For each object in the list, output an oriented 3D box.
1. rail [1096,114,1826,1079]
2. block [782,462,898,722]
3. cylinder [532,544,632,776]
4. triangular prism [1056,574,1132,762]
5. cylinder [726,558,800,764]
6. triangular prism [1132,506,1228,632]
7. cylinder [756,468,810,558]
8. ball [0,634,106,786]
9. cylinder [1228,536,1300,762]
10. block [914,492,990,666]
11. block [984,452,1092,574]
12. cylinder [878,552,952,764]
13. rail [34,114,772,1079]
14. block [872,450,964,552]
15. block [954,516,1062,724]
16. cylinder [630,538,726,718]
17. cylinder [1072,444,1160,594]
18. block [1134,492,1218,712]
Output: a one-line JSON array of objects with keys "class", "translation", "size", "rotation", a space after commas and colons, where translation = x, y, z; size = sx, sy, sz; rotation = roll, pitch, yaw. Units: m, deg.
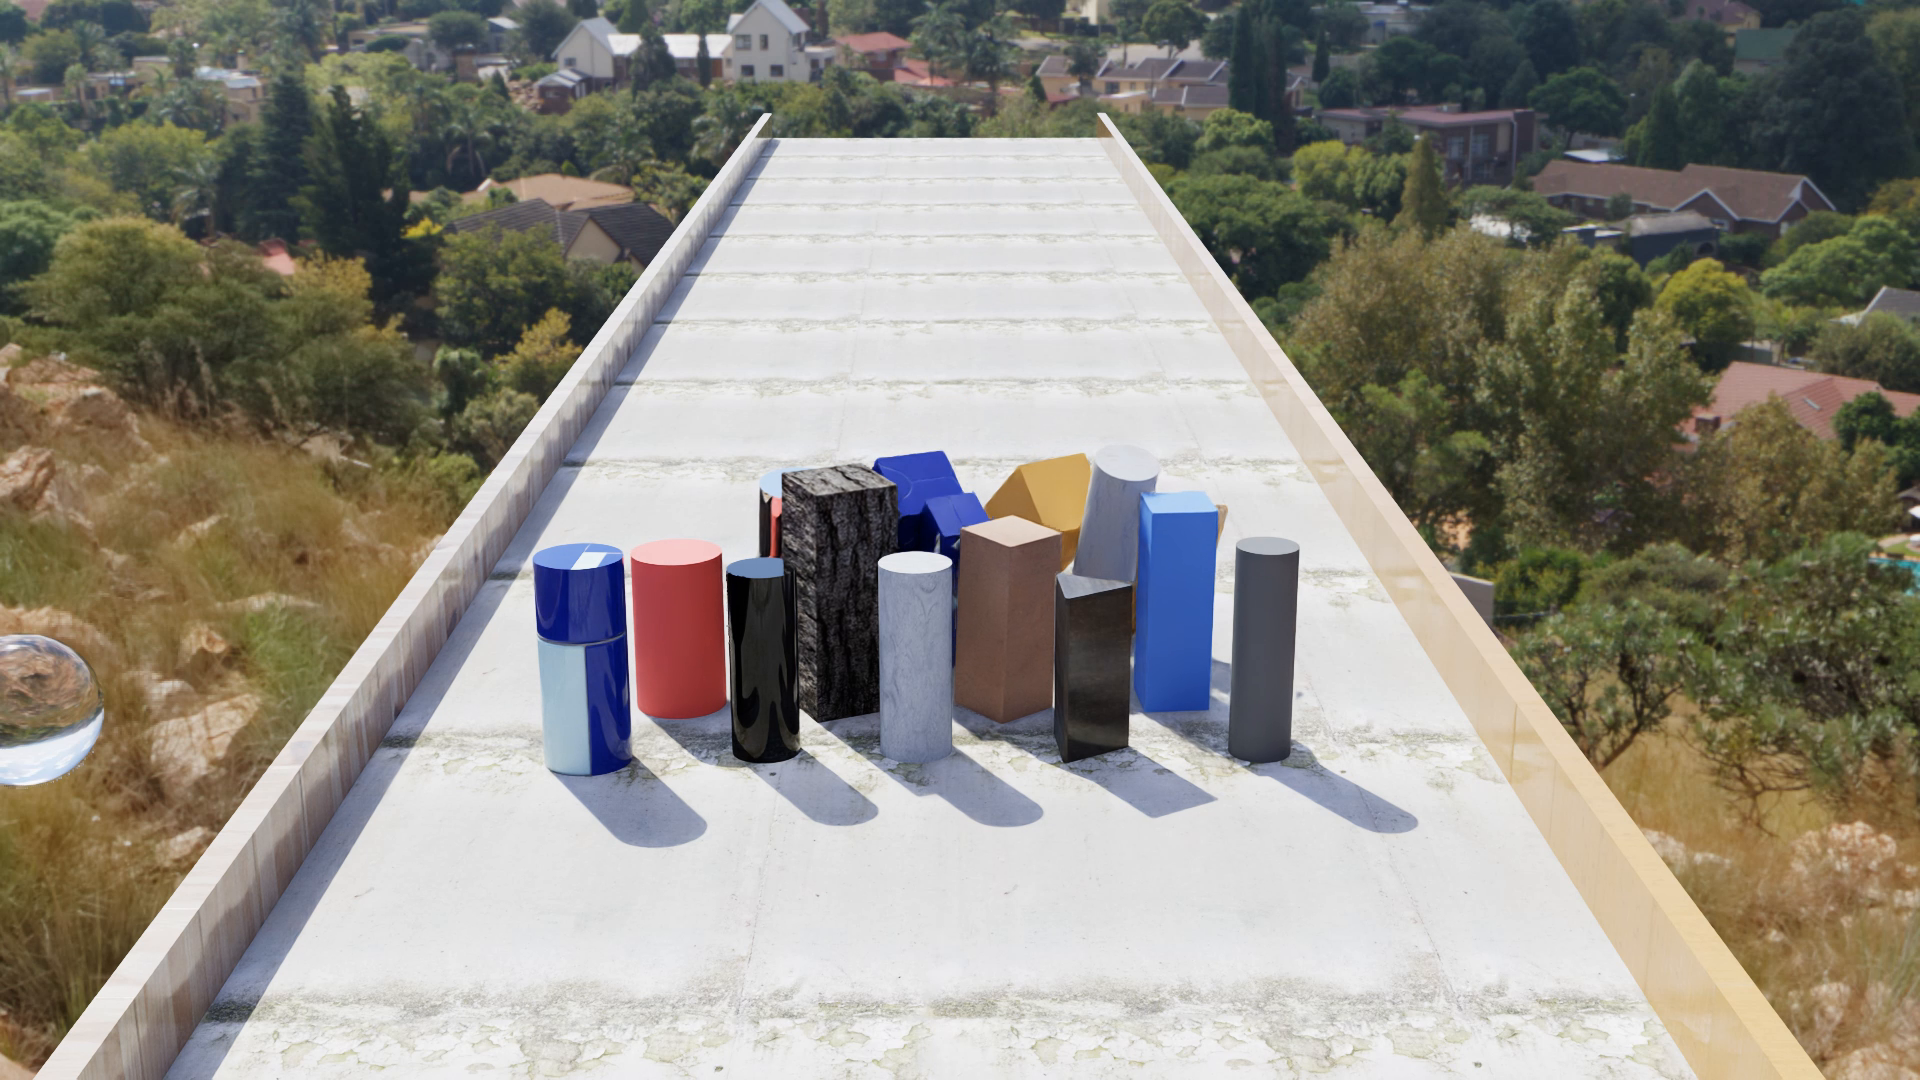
[{"class": "rail", "translation": [0.932, -0.844, 7.801], "size": [0.050, 0.150, 12.000], "rotation": [0, 17, -1]}, {"class": "block", "translation": [-0.226, 0.097, 4.119], "size": [0.162, 0.441, 0.162], "rotation": [-8, 20, -26]}, {"class": "cylinder", "translation": [-0.661, 0.209, 3.859], "size": [0.156, 0.379, 0.156], "rotation": [0, 17, 0]}, {"class": "triangular prism", "translation": [0.210, 0.222, 3.942], "size": [0.144, 0.307, 0.125], "rotation": [-11, 20, -33]}, {"class": "cylinder", "translation": [-0.348, 0.213, 3.905], "size": [0.123, 0.344, 0.123], "rotation": [0, 17, 0]}, {"class": "triangular prism", "translation": [0.415, 0.049, 4.452], "size": [0.110, 0.345, 0.127], "rotation": [-23, 70, -44]}, {"class": "cylinder", "translation": [-0.311, 0.068, 4.290], "size": [0.176, 0.382, 0.176], "rotation": [4, 24, -2]}, {"class": "ball", "translation": [-1.572, 0.284, 3.689], "size": [0.256, 0.256, 0.256], "rotation": [0, 17, 0]}, {"class": "cylinder", "translation": [0.538, 0.194, 3.896], "size": [0.111, 0.386, 0.111], "rotation": [0, 17, 0]}, {"class": "block", "translation": [-0.031, 0.085, 4.263], "size": [0.102, 0.381, 0.102], "rotation": [-10, 48, -21]}, {"class": "block", "translation": [0.127, 0.002, 4.496], "size": [0.153, 0.153, 0.450], "rotation": [-12, -20, -28]}, {"class": "cylinder", "translation": [-0.079, 0.208, 3.908], "size": [0.130, 0.353, 0.130], "rotation": [0, 17, 0]}, {"class": "rail", "translation": [-1.118, -0.838, 7.780], "size": [0.050, 0.150, 12.000], "rotation": [0, 17, -1]}, {"class": "block", "translation": [-0.128, 0.024, 4.381], "size": [0.145, 0.433, 0.145], "rotation": [-8, 55, -25]}, {"class": "block", "translation": [0.089, 0.147, 4.110], "size": [0.132, 0.348, 0.132], "rotation": [-15, 25, -40]}, {"class": "cylinder", "translation": [-0.529, 0.166, 4.142], "size": [0.170, 0.301, 0.170], "rotation": [0, 17, 0]}, {"class": "cylinder", "translation": [0.287, 0.037, 4.281], "size": [0.125, 0.453, 0.125], "rotation": [6, 35, -4]}, {"class": "block", "translation": [0.404, 0.116, 4.135], "size": [0.123, 0.394, 0.123], "rotation": [-1, 19, -5]}]
